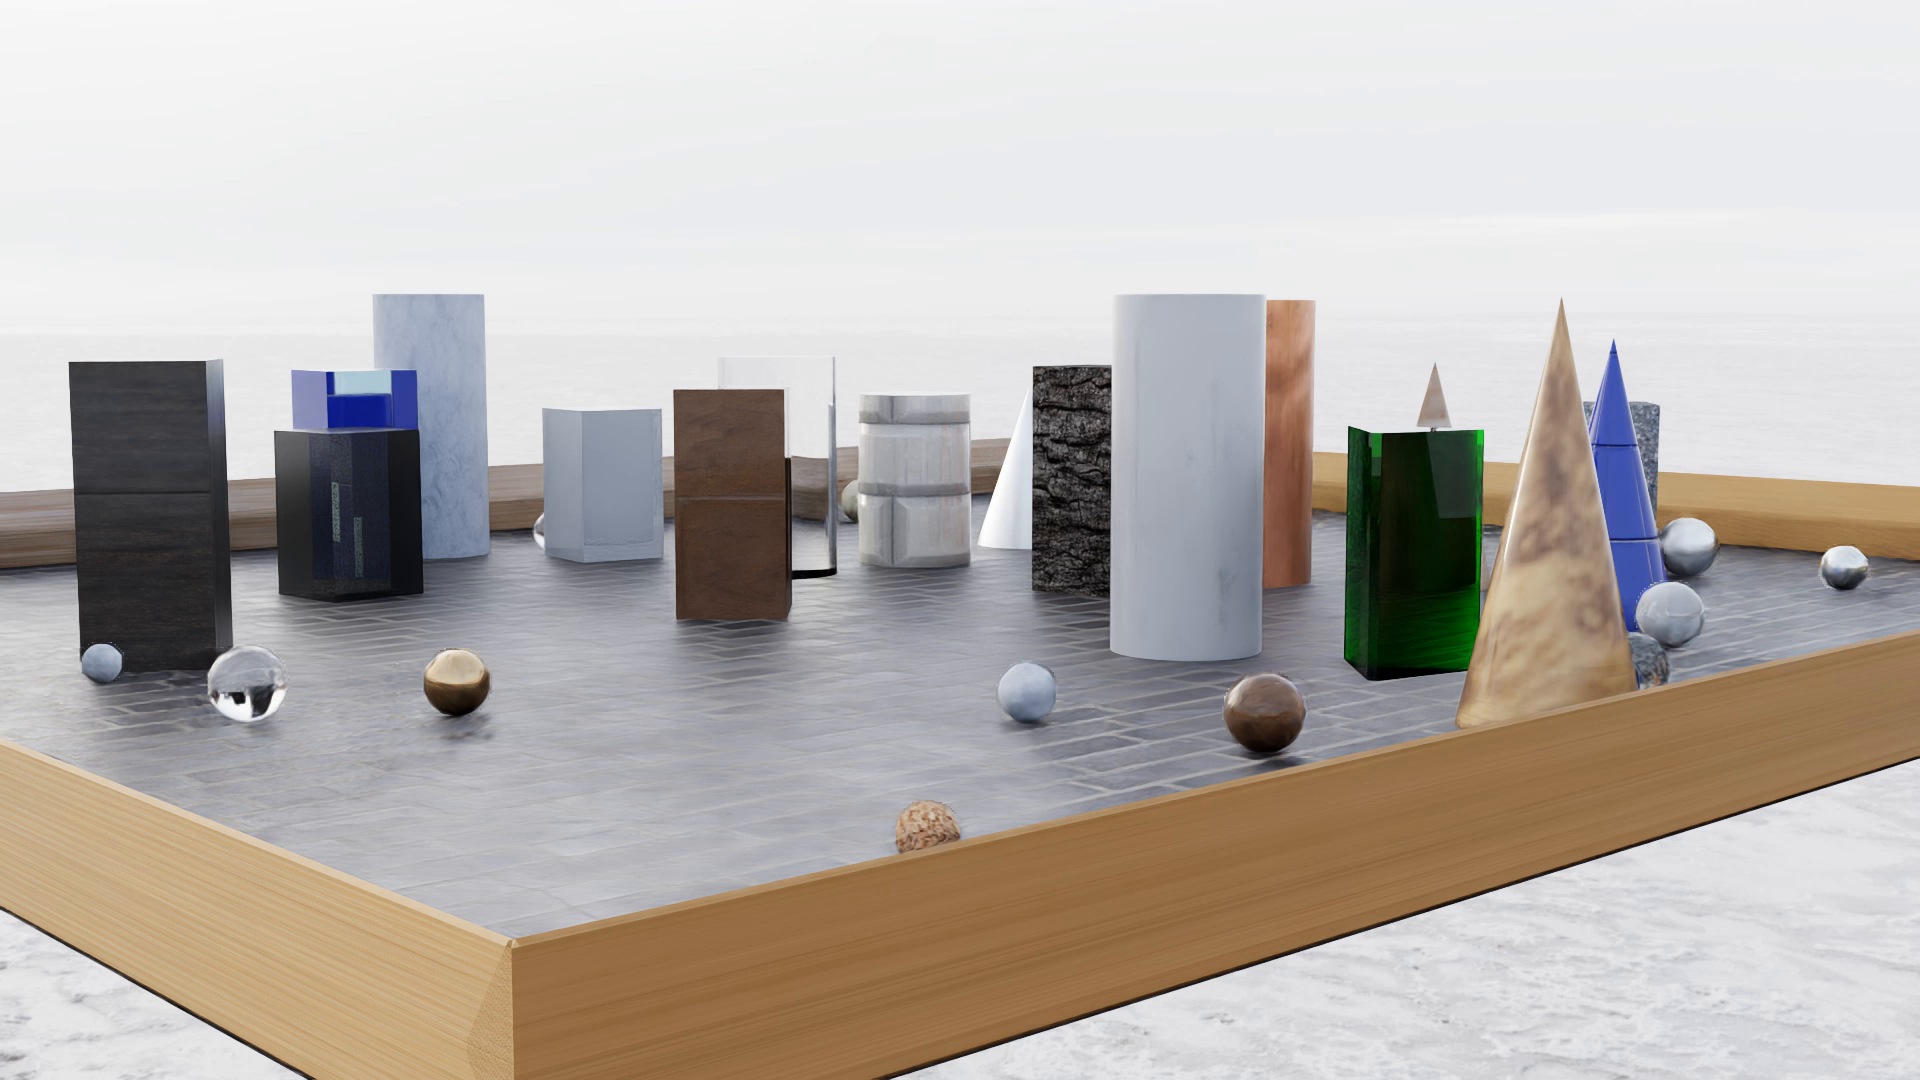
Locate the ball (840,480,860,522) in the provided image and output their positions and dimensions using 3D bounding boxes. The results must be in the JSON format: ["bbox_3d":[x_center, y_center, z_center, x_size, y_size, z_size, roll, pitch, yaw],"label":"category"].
[{"bbox_3d":[-0.204,-0.082,4.628,0.095,0.095,0.095,0,6,0],"label":"ball"}]

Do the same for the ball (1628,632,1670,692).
[{"bbox_3d":[0.762,0.146,2.495,0.082,0.082,0.082,0,6,0],"label":"ball"}]

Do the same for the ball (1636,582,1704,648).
[{"bbox_3d":[0.944,0.099,2.922,0.087,0.087,0.087,0,6,0],"label":"ball"}]

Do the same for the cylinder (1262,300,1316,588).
[{"bbox_3d":[0.482,-0.163,3.629,0.200,0.462,0.200,0,6,0],"label":"cylinder"}]

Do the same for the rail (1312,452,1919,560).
[{"bbox_3d":[1.220,-0.083,4.452,0.045,0.130,2.990,-5,8,-42],"label":"rail"}]

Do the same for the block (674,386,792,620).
[{"bbox_3d":[-0.334,-0.059,3.253,0.160,0.333,0.160,0,6,-1],"label":"block"}]

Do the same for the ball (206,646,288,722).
[{"bbox_3d":[-0.774,0.156,2.389,0.084,0.084,0.084,0,6,0],"label":"ball"}]

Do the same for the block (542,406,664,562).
[{"bbox_3d":[-0.649,-0.105,3.998,0.160,0.269,0.160,-4,7,-36],"label":"block"}]

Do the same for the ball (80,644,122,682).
[{"bbox_3d":[-1.032,0.148,2.644,0.047,0.047,0.047,0,6,0],"label":"ball"}]

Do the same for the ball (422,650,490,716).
[{"bbox_3d":[-0.556,0.157,2.428,0.073,0.073,0.073,0,6,0],"label":"ball"}]

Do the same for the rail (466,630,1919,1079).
[{"bbox_3d":[0.998,0.146,2.256,3.368,0.130,0.045,-5,8,-42],"label":"rail"}]

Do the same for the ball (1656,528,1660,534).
[{"bbox_3d":[1.209,0.001,3.913,0.076,0.076,0.076,0,6,0],"label":"ball"}]

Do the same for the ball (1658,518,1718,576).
[{"bbox_3d":[1.221,0.012,3.694,0.100,0.100,0.100,0,6,0],"label":"ball"}]

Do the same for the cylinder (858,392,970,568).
[{"bbox_3d":[-0.080,-0.111,3.910,0.200,0.300,0.200,0,6,0],"label":"cylinder"}]

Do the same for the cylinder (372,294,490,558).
[{"bbox_3d":[-0.970,-0.213,4.041,0.200,0.475,0.200,0,6,0],"label":"cylinder"}]

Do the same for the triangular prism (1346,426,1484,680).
[{"bbox_3d":[0.535,0.010,2.749,0.173,0.300,0.150,-3,7,-30],"label":"triangular prism"}]

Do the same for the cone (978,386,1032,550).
[{"bbox_3d":[0.132,-0.143,4.213,0.200,0.302,0.200,0,6,0],"label":"cone"}]

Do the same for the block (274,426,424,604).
[{"bbox_3d":[-0.962,-0.044,3.461,0.160,0.259,0.160,5,8,42],"label":"block"}]

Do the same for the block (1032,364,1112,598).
[{"bbox_3d":[0.226,-0.099,3.513,0.160,0.358,0.160,4,7,36],"label":"block"}]

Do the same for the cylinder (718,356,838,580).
[{"bbox_3d":[-0.309,-0.127,3.733,0.200,0.368,0.200,0,6,0],"label":"cylinder"}]

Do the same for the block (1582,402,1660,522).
[{"bbox_3d":[1.106,-0.092,3.791,0.160,0.287,0.160,1,6,8],"label":"block"}]

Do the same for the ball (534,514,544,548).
[{"bbox_3d":[-0.752,-0.016,4.079,0.077,0.077,0.077,0,6,0],"label":"ball"}]

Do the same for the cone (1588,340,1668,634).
[{"bbox_3d":[0.913,-0.081,3.092,0.200,0.409,0.200,0,6,0],"label":"cone"}]

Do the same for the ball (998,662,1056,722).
[{"bbox_3d":[0.073,0.166,2.390,0.064,0.064,0.064,0,6,0],"label":"ball"}]

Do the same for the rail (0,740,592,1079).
[{"bbox_3d":[-1.220,0.150,2.212,0.045,0.130,2.990,-5,8,-42],"label":"rail"}]

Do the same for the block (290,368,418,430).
[{"bbox_3d":[-1.040,-0.121,3.789,0.160,0.344,0.160,-5,7,-37],"label":"block"}]

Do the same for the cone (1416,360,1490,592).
[{"bbox_3d":[0.764,-0.107,3.556,0.200,0.366,0.200,0,6,0],"label":"cone"}]

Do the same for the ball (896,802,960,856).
[{"bbox_3d":[-0.026,0.237,1.767,0.052,0.052,0.052,0,6,0],"label":"ball"}]

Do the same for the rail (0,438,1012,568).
[{"bbox_3d":[-0.998,-0.078,4.407,3.368,0.130,0.045,-5,8,-42],"label":"rail"}]

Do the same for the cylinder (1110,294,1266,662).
[{"bbox_3d":[0.298,-0.087,2.882,0.200,0.466,0.200,0,6,0],"label":"cylinder"}]

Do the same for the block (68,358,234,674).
[{"bbox_3d":[-1.021,-0.036,2.785,0.160,0.384,0.160,-1,6,-11],"label":"block"}]

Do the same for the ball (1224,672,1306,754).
[{"bbox_3d":[0.308,0.175,2.223,0.081,0.081,0.081,0,6,0],"label":"ball"}]

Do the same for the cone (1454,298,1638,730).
[{"bbox_3d":[0.633,-0.029,2.337,0.200,0.462,0.200,0,6,0],"label":"cone"}]

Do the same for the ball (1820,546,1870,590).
[{"bbox_3d":[1.411,0.045,3.510,0.073,0.073,0.073,0,6,0],"label":"ball"}]
